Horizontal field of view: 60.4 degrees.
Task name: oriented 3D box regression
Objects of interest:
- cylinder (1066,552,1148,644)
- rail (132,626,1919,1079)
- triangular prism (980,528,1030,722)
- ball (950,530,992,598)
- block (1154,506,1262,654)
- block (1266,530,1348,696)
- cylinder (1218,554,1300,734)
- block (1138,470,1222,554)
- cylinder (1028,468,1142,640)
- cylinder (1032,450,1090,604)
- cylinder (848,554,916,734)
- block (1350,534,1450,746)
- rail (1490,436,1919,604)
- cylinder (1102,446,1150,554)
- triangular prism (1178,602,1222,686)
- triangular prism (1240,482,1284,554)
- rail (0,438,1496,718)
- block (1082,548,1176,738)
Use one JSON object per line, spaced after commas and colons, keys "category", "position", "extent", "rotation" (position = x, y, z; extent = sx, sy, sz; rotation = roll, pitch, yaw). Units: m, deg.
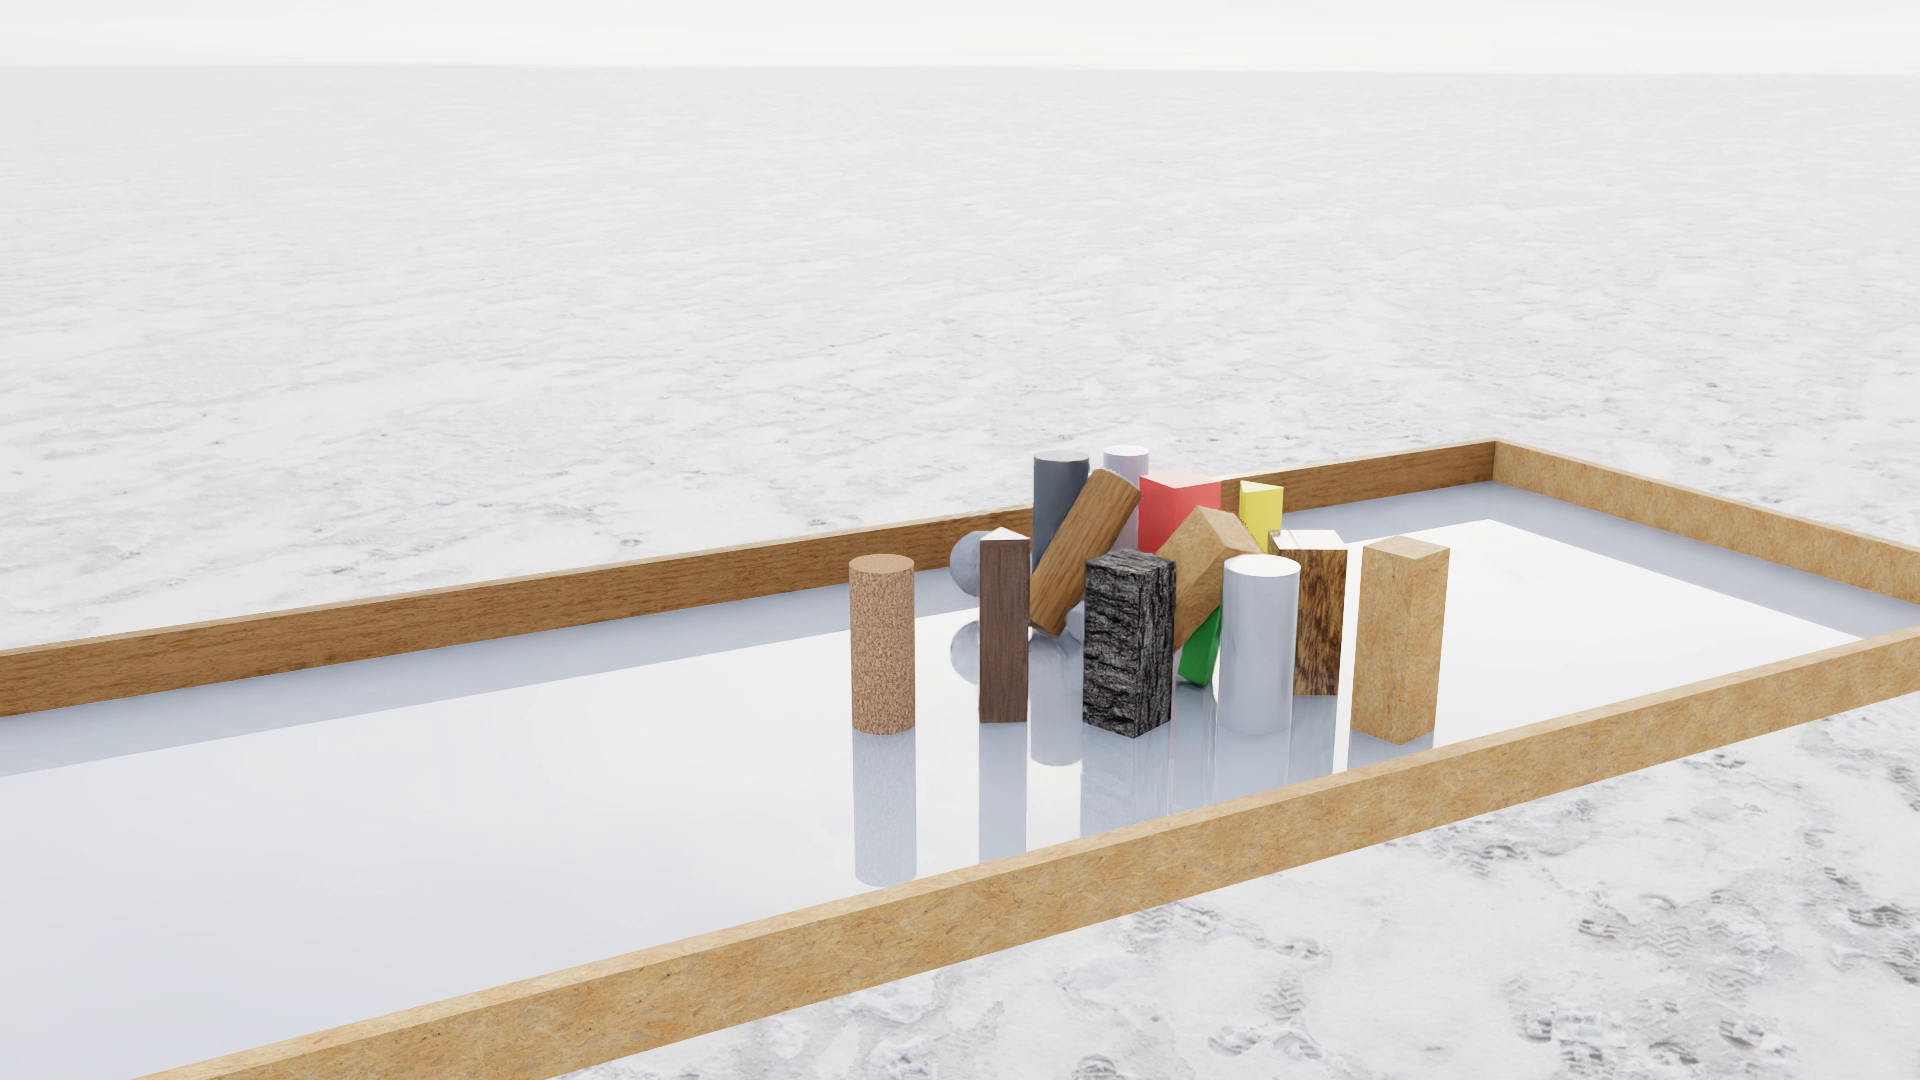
{"category": "cylinder", "position": [0.422, 0.155, 4.430], "extent": [0.308, 0.103, 0.103], "rotation": [-35, 34, -32]}
{"category": "rail", "position": [-2.336, 1.006, 1.665], "extent": [12.000, 0.150, 0.050], "rotation": [-9, 18, -27]}
{"category": "triangular prism", "position": [0.099, 0.200, 3.875], "extent": [0.113, 0.450, 0.098], "rotation": [-1, 16, -5]}
{"category": "ball", "position": [0.064, 0.068, 4.654], "extent": [0.190, 0.190, 0.190], "rotation": [0, 16, 0]}
{"category": "block", "position": [0.521, 0.136, 4.034], "extent": [0.141, 0.457, 0.141], "rotation": [11, 38, -41]}
{"category": "block", "position": [0.849, 0.178, 4.083], "extent": [0.164, 0.375, 0.164], "rotation": [0, 16, 1]}
{"category": "cylinder", "position": [0.696, 0.242, 3.849], "extent": [0.174, 0.384, 0.174], "rotation": [0, 16, 0]}
{"category": "block", "position": [0.603, 0.022, 4.576], "extent": [0.158, 0.397, 0.158], "rotation": [-9, 19, -29]}
{"category": "cylinder", "position": [0.313, 0.037, 4.445], "extent": [0.148, 0.452, 0.148], "rotation": [30, -8, 5]}
{"category": "cylinder", "position": [0.280, -0.017, 4.614], "extent": [0.153, 0.446, 0.153], "rotation": [0, 15, 0]}
{"category": "cylinder", "position": [-0.180, 0.242, 3.836], "extent": [0.150, 0.392, 0.150], "rotation": [0, 16, 0]}
{"category": "block", "position": [1.009, 0.228, 3.790], "extent": [0.138, 0.444, 0.138], "rotation": [-14, 21, -39]}
{"category": "rail", "position": [2.466, -0.048, 5.253], "extent": [0.050, 0.150, 2.100], "rotation": [-9, 18, -27]}
{"category": "cylinder", "position": [0.480, -0.059, 4.819], "extent": [0.133, 0.416, 0.133], "rotation": [0, 16, 0]}
{"category": "triangular prism", "position": [0.635, 0.189, 4.103], "extent": [0.078, 0.335, 0.091], "rotation": [0, 18, -39]}
{"category": "triangular prism", "position": [0.757, 0.071, 4.331], "extent": [0.119, 0.442, 0.103], "rotation": [-7, 18, -23]}
{"category": "rail", "position": [-3.305, 0.497, 3.399], "extent": [12.000, 0.150, 0.050], "rotation": [-9, 18, -27]}
{"category": "block", "position": [0.394, 0.238, 3.841], "extent": [0.149, 0.396, 0.149], "rotation": [14, 22, 40]}
